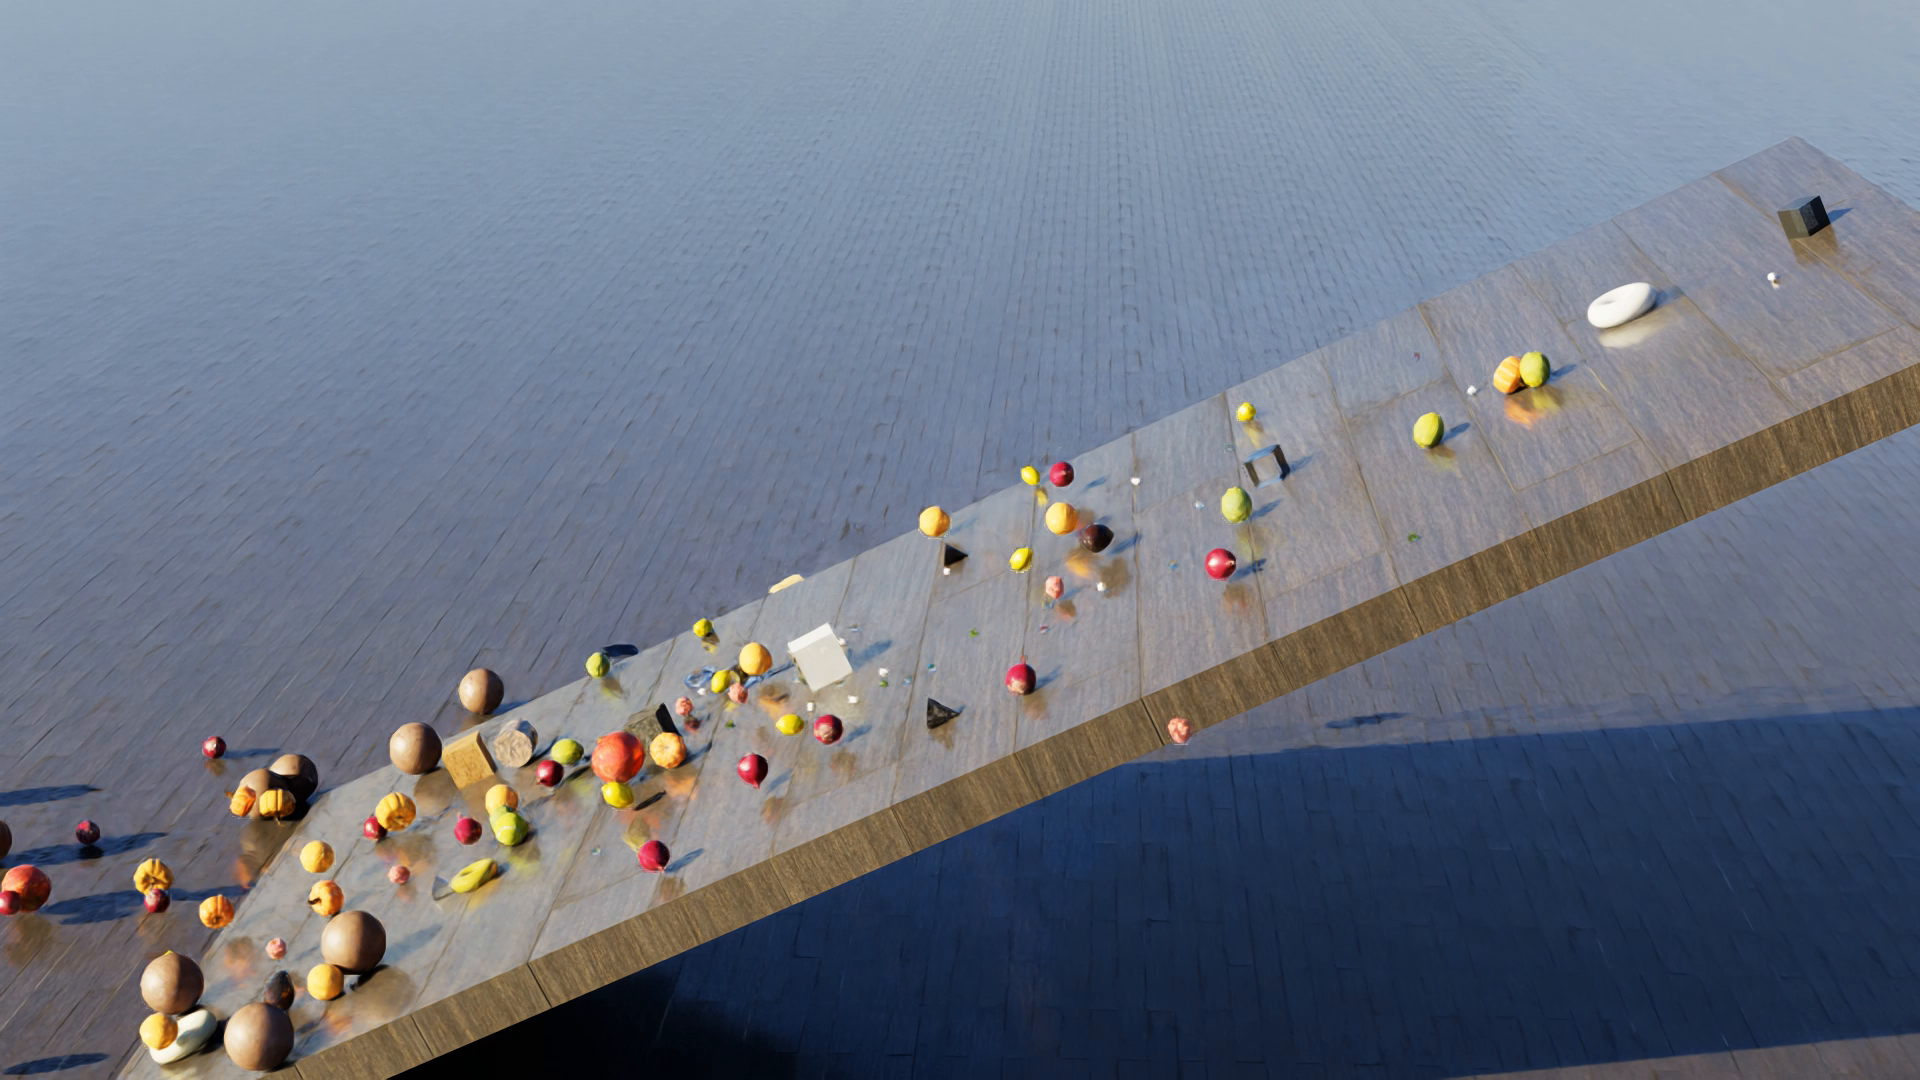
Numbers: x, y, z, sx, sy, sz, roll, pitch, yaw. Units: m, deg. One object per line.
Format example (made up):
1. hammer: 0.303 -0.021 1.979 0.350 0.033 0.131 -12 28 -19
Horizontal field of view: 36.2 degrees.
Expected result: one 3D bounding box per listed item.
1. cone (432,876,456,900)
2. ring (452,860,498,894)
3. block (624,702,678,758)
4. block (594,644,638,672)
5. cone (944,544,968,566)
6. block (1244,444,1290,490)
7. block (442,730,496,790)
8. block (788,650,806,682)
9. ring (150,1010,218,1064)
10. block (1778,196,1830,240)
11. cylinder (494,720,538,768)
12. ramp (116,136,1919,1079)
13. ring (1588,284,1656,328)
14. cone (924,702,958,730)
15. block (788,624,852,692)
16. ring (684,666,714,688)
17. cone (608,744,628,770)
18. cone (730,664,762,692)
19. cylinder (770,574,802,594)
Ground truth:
1. cone: -1.069 0.727 6.136 0.054 0.054 0.054 2 16 2
2. ring: -1.008 0.698 6.110 0.103 0.034 0.103 -26 12 6
3. block: -0.679 0.418 6.469 0.079 0.079 0.079 -23 14 14
4. block: -0.881 0.337 7.649 0.091 0.091 0.091 -4 39 -40
5. cone: -0.008 0.035 6.797 0.053 0.053 0.053 2 16 2
6. block: 0.648 -0.155 6.203 0.063 0.063 0.063 -18 15 30
7. block: -1.164 0.521 6.962 0.090 0.090 0.090 -26 13 -1
8. block: -0.330 0.263 6.438 0.064 0.064 0.064 -28 13 -6
9. ring: -1.571 1.006 5.953 0.146 0.049 0.146 -29 12 7
10. block: 1.749 -0.669 6.097 0.064 0.064 0.064 -32 14 -23
11. cylinder: -1.040 0.476 6.883 0.090 0.090 0.090 0 13 0
12. ramp: 0.136 0.169 6.282 4.000 0.100 2.000 -24 13 9
13. ring: 1.382 -0.490 6.137 0.148 0.049 0.148 -24 14 7
14. cone: -0.031 0.335 5.676 0.061 0.061 0.061 -14 11 19
15. block: -0.302 0.254 6.347 0.097 0.097 0.097 -27 13 -4
16. ring: -0.605 0.317 6.836 0.077 0.026 0.077 -23 14 6
17. cone: -0.765 0.470 6.488 0.052 0.052 0.052 -25 13 6
18. cone: -0.474 0.308 6.612 0.067 0.067 0.067 -3 15 -25
19. cylinder: -0.440 0.135 7.613 0.071 0.071 0.071 -31 29 -27
